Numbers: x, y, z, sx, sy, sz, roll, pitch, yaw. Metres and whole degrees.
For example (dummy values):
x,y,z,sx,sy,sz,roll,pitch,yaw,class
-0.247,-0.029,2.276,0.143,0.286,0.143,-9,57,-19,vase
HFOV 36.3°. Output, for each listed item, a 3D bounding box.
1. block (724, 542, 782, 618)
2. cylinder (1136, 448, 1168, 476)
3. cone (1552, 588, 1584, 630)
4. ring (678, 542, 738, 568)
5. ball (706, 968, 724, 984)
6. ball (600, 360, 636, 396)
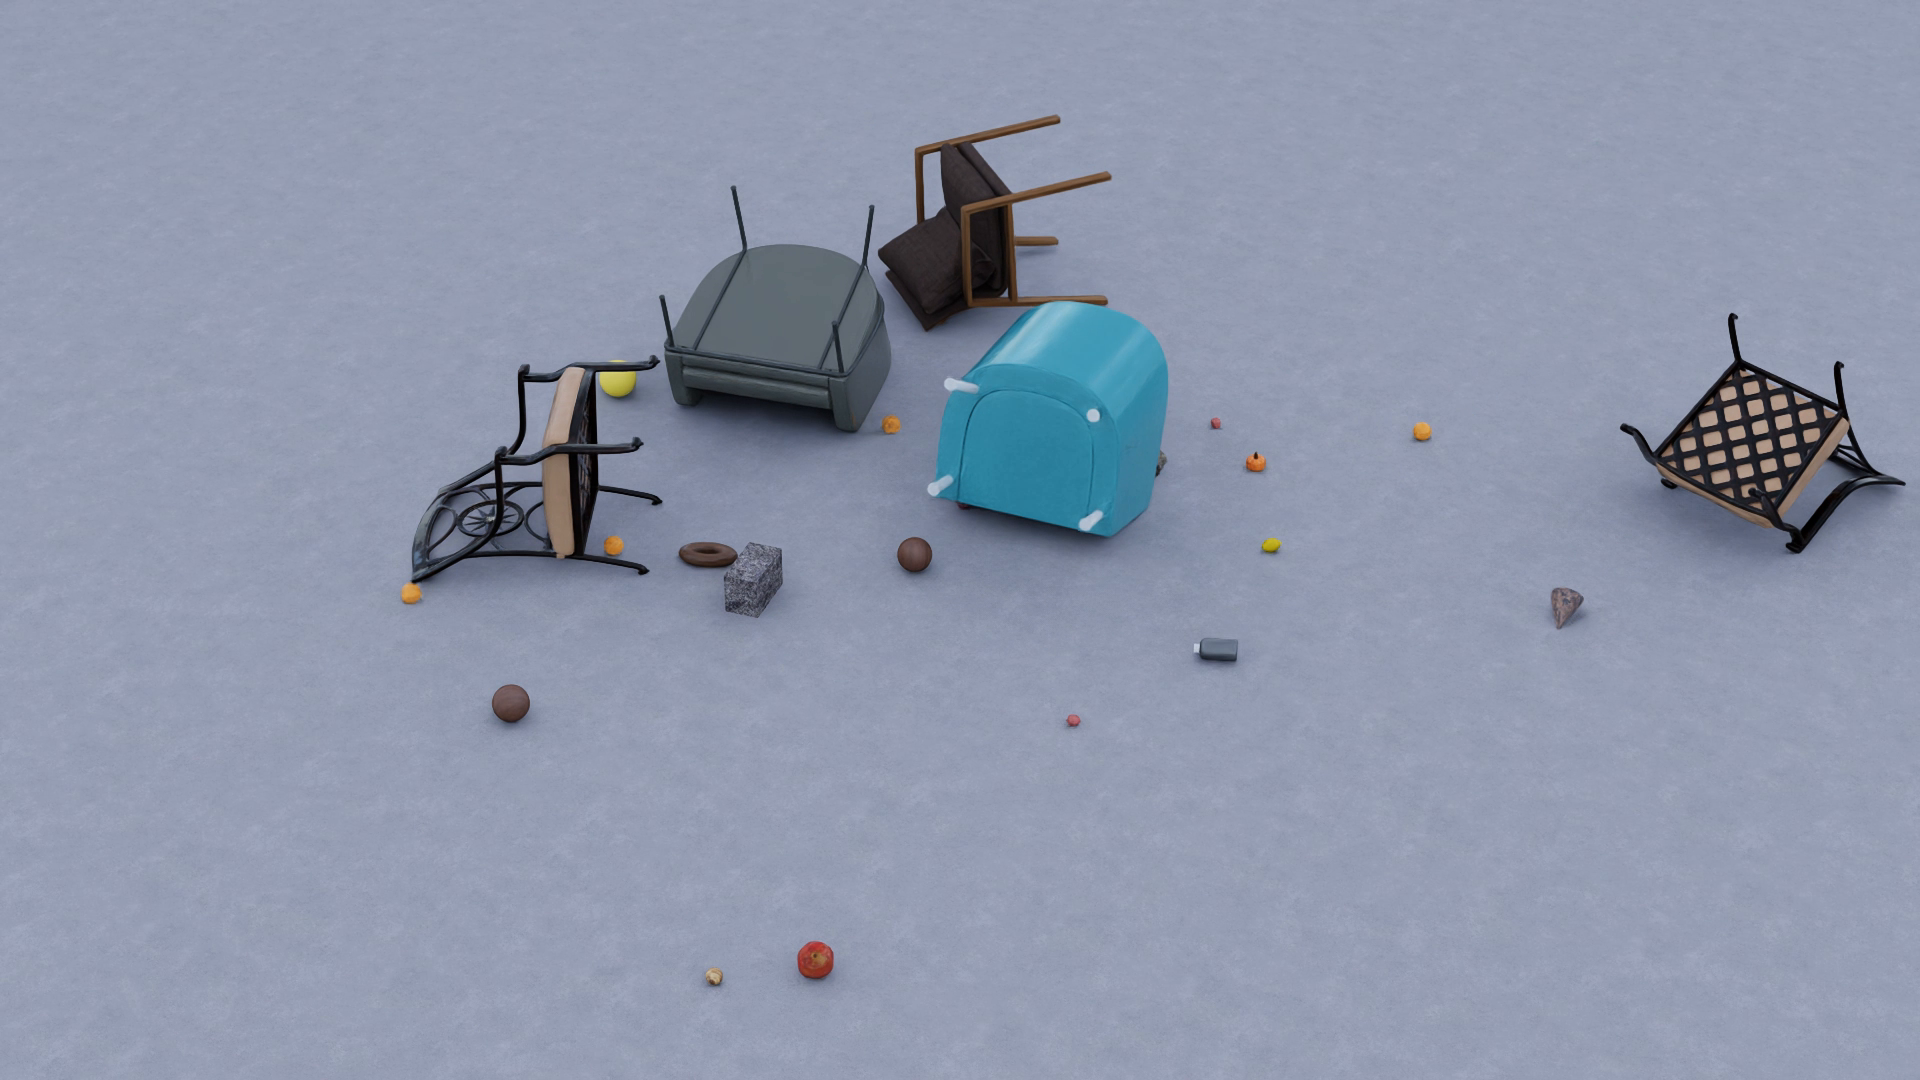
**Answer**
x,y,z,sx,sy,sz,roll,pitch,yaw,class
-0.745,0.144,10.587,0.126,0.153,0.233,11,35,16,block
0.742,-0.302,11.332,0.099,0.074,0.081,30,39,6,cylinder
2.156,0.265,10.496,0.118,0.105,0.158,11,54,18,cone
-0.929,0.054,10.815,0.222,0.053,0.122,5,32,6,ring
-0.745,1.322,8.890,0.053,0.053,0.053,0,33,0,ball
-1.376,-0.651,11.795,0.150,0.150,0.150,0,33,0,ball
